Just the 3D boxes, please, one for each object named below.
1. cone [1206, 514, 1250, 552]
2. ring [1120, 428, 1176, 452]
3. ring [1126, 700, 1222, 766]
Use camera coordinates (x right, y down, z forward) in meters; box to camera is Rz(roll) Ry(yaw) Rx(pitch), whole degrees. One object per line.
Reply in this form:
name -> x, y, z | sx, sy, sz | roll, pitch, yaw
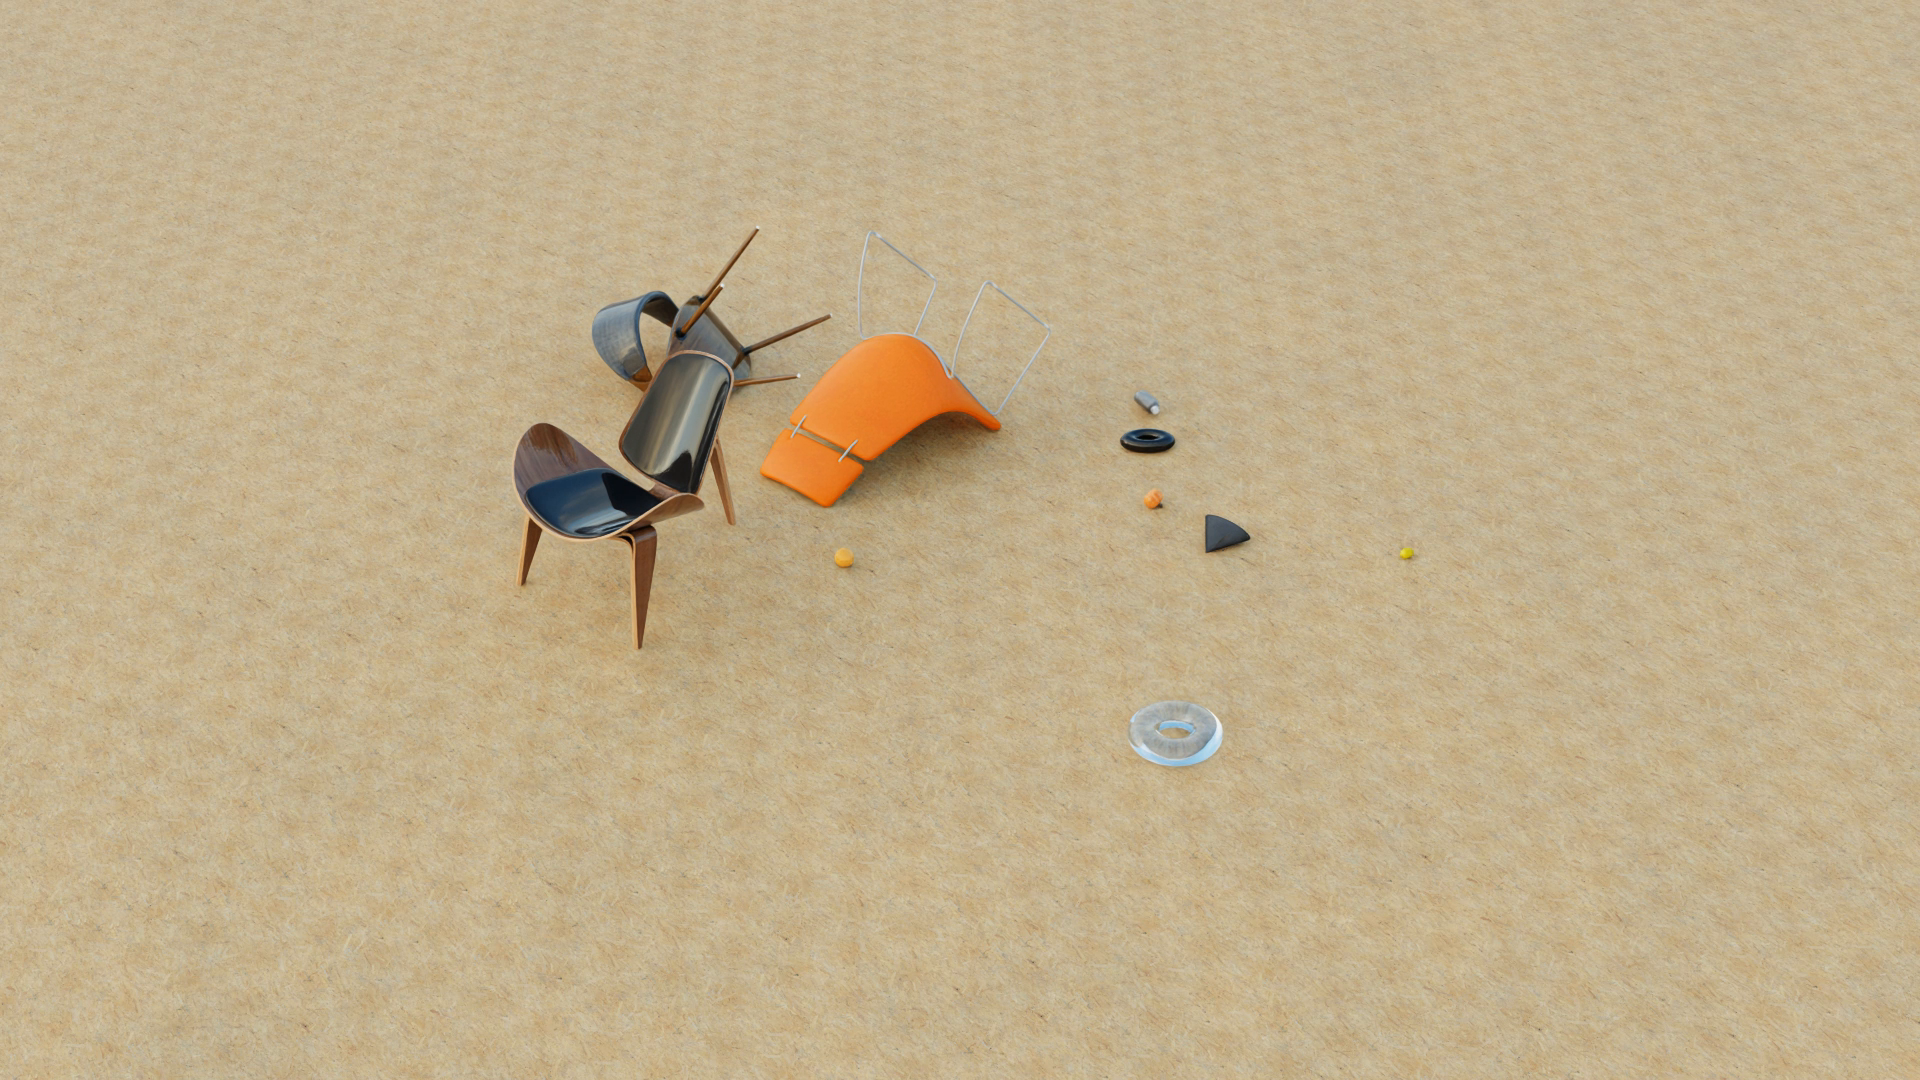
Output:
cone -> 0.954, 0.002, 10.900 | 0.206, 0.096, 0.144 | 25, 60, 31
ring -> 0.735, -0.388, 11.483 | 0.217, 0.056, 0.125 | 0, 35, 2
ring -> 0.725, 0.650, 9.884 | 0.324, 0.084, 0.328 | 8, 34, 13
